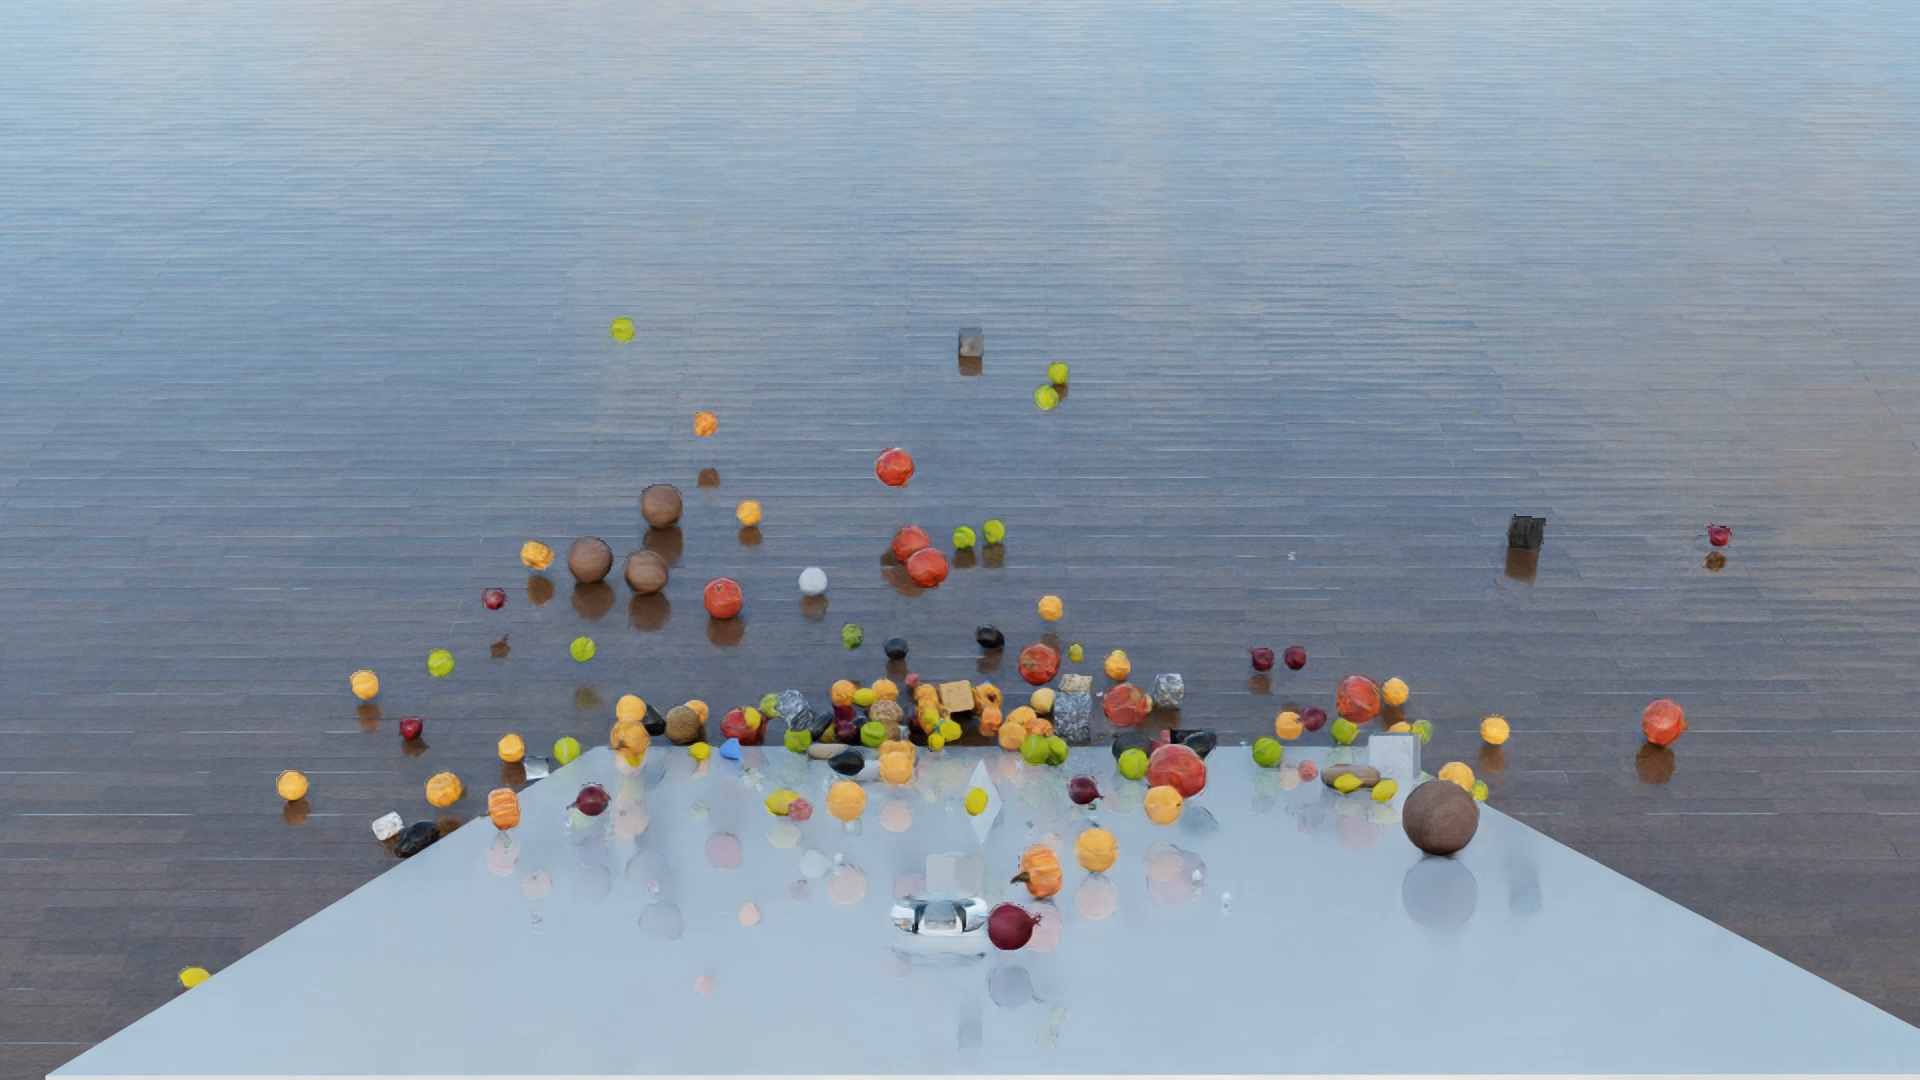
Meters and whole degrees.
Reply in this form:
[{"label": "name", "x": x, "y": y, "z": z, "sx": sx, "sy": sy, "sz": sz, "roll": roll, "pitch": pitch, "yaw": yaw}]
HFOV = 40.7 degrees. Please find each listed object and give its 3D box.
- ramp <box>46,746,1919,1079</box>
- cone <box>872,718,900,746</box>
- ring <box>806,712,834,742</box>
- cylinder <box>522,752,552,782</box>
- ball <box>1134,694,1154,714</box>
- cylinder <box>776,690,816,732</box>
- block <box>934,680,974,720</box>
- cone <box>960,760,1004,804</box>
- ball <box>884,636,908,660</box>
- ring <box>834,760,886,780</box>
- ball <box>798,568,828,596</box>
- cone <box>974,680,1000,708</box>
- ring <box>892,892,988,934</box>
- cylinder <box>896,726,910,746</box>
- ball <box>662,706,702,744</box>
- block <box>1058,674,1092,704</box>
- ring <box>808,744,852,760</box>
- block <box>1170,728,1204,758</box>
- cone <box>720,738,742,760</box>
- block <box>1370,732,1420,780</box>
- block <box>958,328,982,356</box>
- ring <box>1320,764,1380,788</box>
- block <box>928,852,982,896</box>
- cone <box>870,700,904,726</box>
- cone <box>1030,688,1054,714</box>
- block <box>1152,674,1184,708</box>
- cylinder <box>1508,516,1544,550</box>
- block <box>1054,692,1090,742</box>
[{"label": "ramp", "x": 0.066, "y": 0.588, "z": 4.639, "sx": 2.000, "sy": 0.100, "sz": 4.000, "roll": 0, "pitch": 0, "yaw": 0}, {"label": "cone", "x": -0.202, "y": 0.513, "z": 6.664, "sx": 0.079, "sy": 0.079, "sz": 0.079, "roll": 9, "pitch": 29, "yaw": 16}, {"label": "ring", "x": -0.365, "y": 0.487, "z": 6.720, "sx": 0.031, "sy": 0.094, "sz": 0.094, "roll": 40, "pitch": 35, "yaw": -3}, {"label": "cylinder", "x": -1.089, "y": 0.585, "z": 6.655, "sx": 0.057, "sy": 0.057, "sz": 0.057, "roll": -37, "pitch": 38, "yaw": -7}, {"label": "ball", "x": 0.491, "y": 0.438, "z": 6.925, "sx": 0.055, "sy": 0.055, "sz": 0.055, "roll": 0, "pitch": 29, "yaw": 0}, {"label": "cylinder", "x": -0.403, "y": 0.418, "z": 6.319, "sx": 0.075, "sy": 0.075, "sz": 0.075, "roll": -14, "pitch": 55, "yaw": -23}, {"label": "block", "x": -0.015, "y": 0.425, "z": 6.888, "sx": 0.080, "sy": 0.080, "sz": 0.080, "roll": -9, "pitch": -14, "yaw": -15}, {"label": "cone", "x": 0.045, "y": 0.491, "z": 5.295, "sx": 0.090, "sy": 0.090, "sz": 0.090, "roll": 0, "pitch": 0, "yaw": 0}, {"label": "ball", "x": -0.176, "y": 0.299, "z": 7.161, "sx": 0.066, "sy": 0.066, "sz": 0.066, "roll": 0, "pitch": 29, "yaw": 0}, {"label": "ring", "x": -0.222, "y": 0.515, "z": 5.788, "sx": 0.116, "sy": 0.039, "sz": 0.116, "roll": -2, "pitch": 0, "yaw": 0}, {"label": "ball", "x": -0.423, "y": 0.120, "z": 7.462, "sx": 0.084, "sy": 0.084, "sz": 0.084, "roll": 0, "pitch": 29, "yaw": 0}, {"label": "cone", "x": 0.072, "y": 0.404, "z": 6.969, "sx": 0.071, "sy": 0.071, "sz": 0.071, "roll": 0, "pitch": 29, "yaw": 0}, {"label": "ring", "x": -0.028, "y": 0.520, "z": 3.607, "sx": 0.137, "sy": 0.046, "sz": 0.137, "roll": -1, "pitch": 1, "yaw": 0}, {"label": "cylinder", "x": -0.166, "y": 0.509, "z": 6.761, "sx": 0.052, "sy": 0.052, "sz": 0.052, "roll": 16, "pitch": 33, "yaw": 18}, {"label": "ball", "x": -0.730, "y": 0.486, "z": 6.787, "sx": 0.100, "sy": 0.100, "sz": 0.100, "roll": 0, "pitch": 29, "yaw": 0}, {"label": "block", "x": 0.309, "y": 0.417, "z": 6.937, "sx": 0.080, "sy": 0.080, "sz": 0.080, "roll": 6, "pitch": 30, "yaw": 11}, {"label": "ring", "x": -0.317, "y": 0.514, "z": 6.278, "sx": 0.107, "sy": 0.036, "sz": 0.107, "roll": -1, "pitch": 0, "yaw": 0}, {"label": "block", "x": 0.557, "y": 0.498, "z": 6.343, "sx": 0.067, "sy": 0.067, "sz": 0.067, "roll": 0, "pitch": 0, "yaw": -9}, {"label": "cone", "x": -0.544, "y": 0.519, "z": 6.276, "sx": 0.057, "sy": 0.057, "sz": 0.057, "roll": -21, "pitch": 40, "yaw": -32}, {"label": "block", "x": 0.978, "y": 0.485, "z": 5.816, "sx": 0.096, "sy": 0.096, "sz": 0.096, "roll": 0, "pitch": 0, "yaw": 21}, {"label": "block", "x": 0.034, "y": -0.680, "z": 8.897, "sx": 0.073, "sy": 0.073, "sz": 0.073, "roll": -2, "pitch": 29, "yaw": -4}, {"label": "ring", "x": 0.846, "y": 0.512, "z": 5.604, "sx": 0.131, "sy": 0.044, "sz": 0.131, "roll": 1, "pitch": -1, "yaw": 0}, {"label": "block", "x": -0.008, "y": 0.511, "z": 3.952, "sx": 0.059, "sy": 0.059, "sz": 0.059, "roll": 0, "pitch": 0, "yaw": 45}, {"label": "cone", "x": -0.204, "y": 0.483, "z": 6.793, "sx": 0.095, "sy": 0.095, "sz": 0.095, "roll": 6, "pitch": 27, "yaw": 11}, {"label": "cone", "x": 0.231, "y": 0.441, "z": 6.871, "sx": 0.074, "sy": 0.074, "sz": 0.074, "roll": -5, "pitch": 19, "yaw": -8}, {"label": "block", "x": 0.560, "y": 0.406, "z": 6.954, "sx": 0.065, "sy": 0.065, "sz": 0.065, "roll": 3, "pitch": 33, "yaw": -11}, {"label": "cylinder", "x": 1.681, "y": -0.019, "z": 7.680, "sx": 0.090, "sy": 0.090, "sz": 0.090, "roll": 7, "pitch": 30, "yaw": 15}, {"label": "block", "x": 0.297, "y": 0.467, "z": 6.834, "sx": 0.094, "sy": 0.094, "sz": 0.094, "roll": 1, "pitch": 29, "yaw": 2}]
